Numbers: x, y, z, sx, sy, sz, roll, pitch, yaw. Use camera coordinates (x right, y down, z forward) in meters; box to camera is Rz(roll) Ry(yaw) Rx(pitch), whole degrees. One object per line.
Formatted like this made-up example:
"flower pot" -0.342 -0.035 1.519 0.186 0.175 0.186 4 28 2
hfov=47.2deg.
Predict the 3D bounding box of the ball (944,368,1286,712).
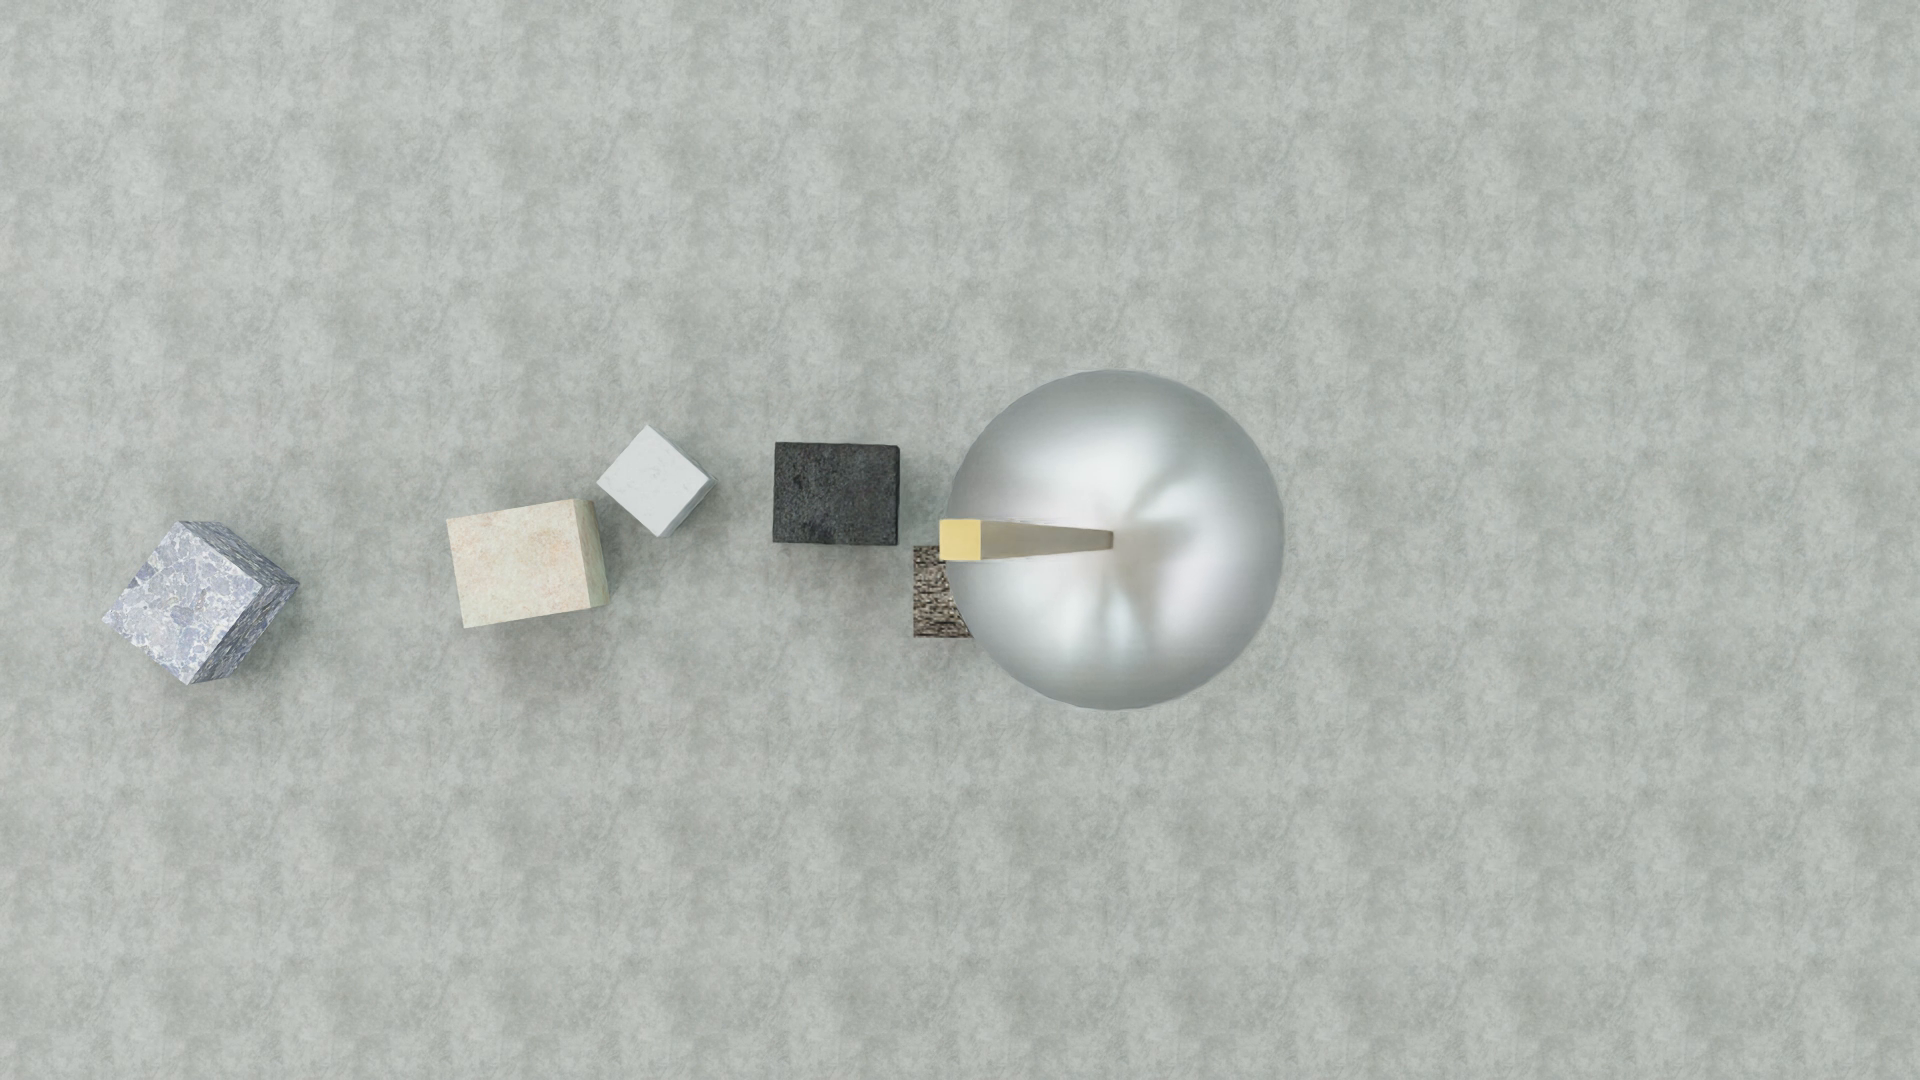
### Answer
"ball" 0.717 0.000 10.281 1.600 1.600 1.600 0 90 0

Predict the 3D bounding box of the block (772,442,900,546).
"block" -0.707 -0.261 12.706 0.691 0.588 0.570 2 90 0

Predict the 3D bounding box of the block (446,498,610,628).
"block" -2.469 0.132 12.647 0.717 0.705 0.617 -9 90 0

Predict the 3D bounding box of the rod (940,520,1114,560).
"rod" 0.311 0.000 6.905 0.080 5.200 0.080 0 90 7

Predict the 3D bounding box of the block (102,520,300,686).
"block" -4.349 0.352 12.645 0.600 0.710 0.697 37 90 0

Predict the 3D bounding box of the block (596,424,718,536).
"block" -1.751 -0.338 12.759 0.469 0.482 0.441 41 90 0

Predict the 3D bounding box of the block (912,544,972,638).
"block" -0.016 0.290 12.747 0.505 0.507 0.523 0 90 0
